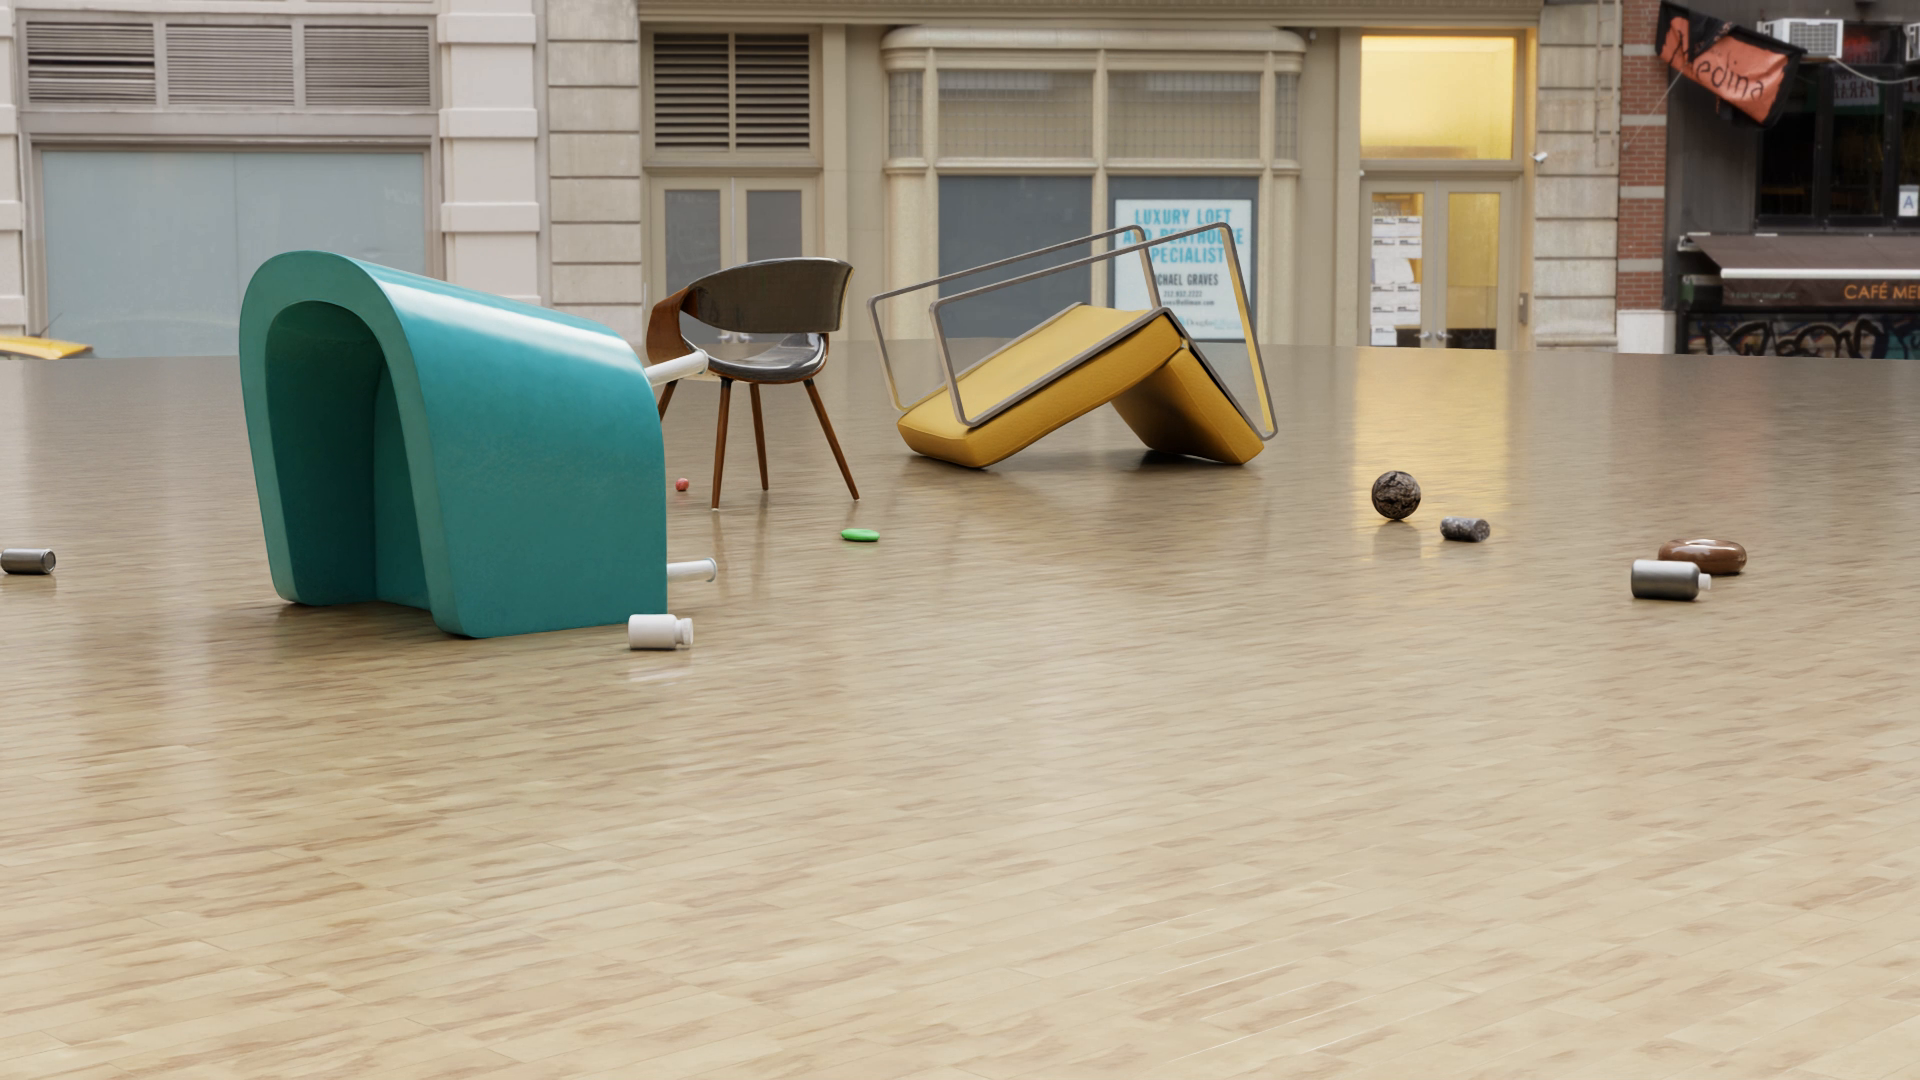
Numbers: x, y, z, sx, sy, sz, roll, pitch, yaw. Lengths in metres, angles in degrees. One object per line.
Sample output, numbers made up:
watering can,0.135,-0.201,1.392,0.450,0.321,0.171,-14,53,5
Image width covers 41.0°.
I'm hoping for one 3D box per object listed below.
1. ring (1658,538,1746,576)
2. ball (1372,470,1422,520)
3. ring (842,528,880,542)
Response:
ring,1.654,0.038,5.719,0.187,0.068,0.223,6,7,39
ball,1.180,-0.122,6.945,0.133,0.133,0.133,0,6,0
ring,-0.250,-0.012,6.421,0.085,0.023,0.142,-2,7,-27
